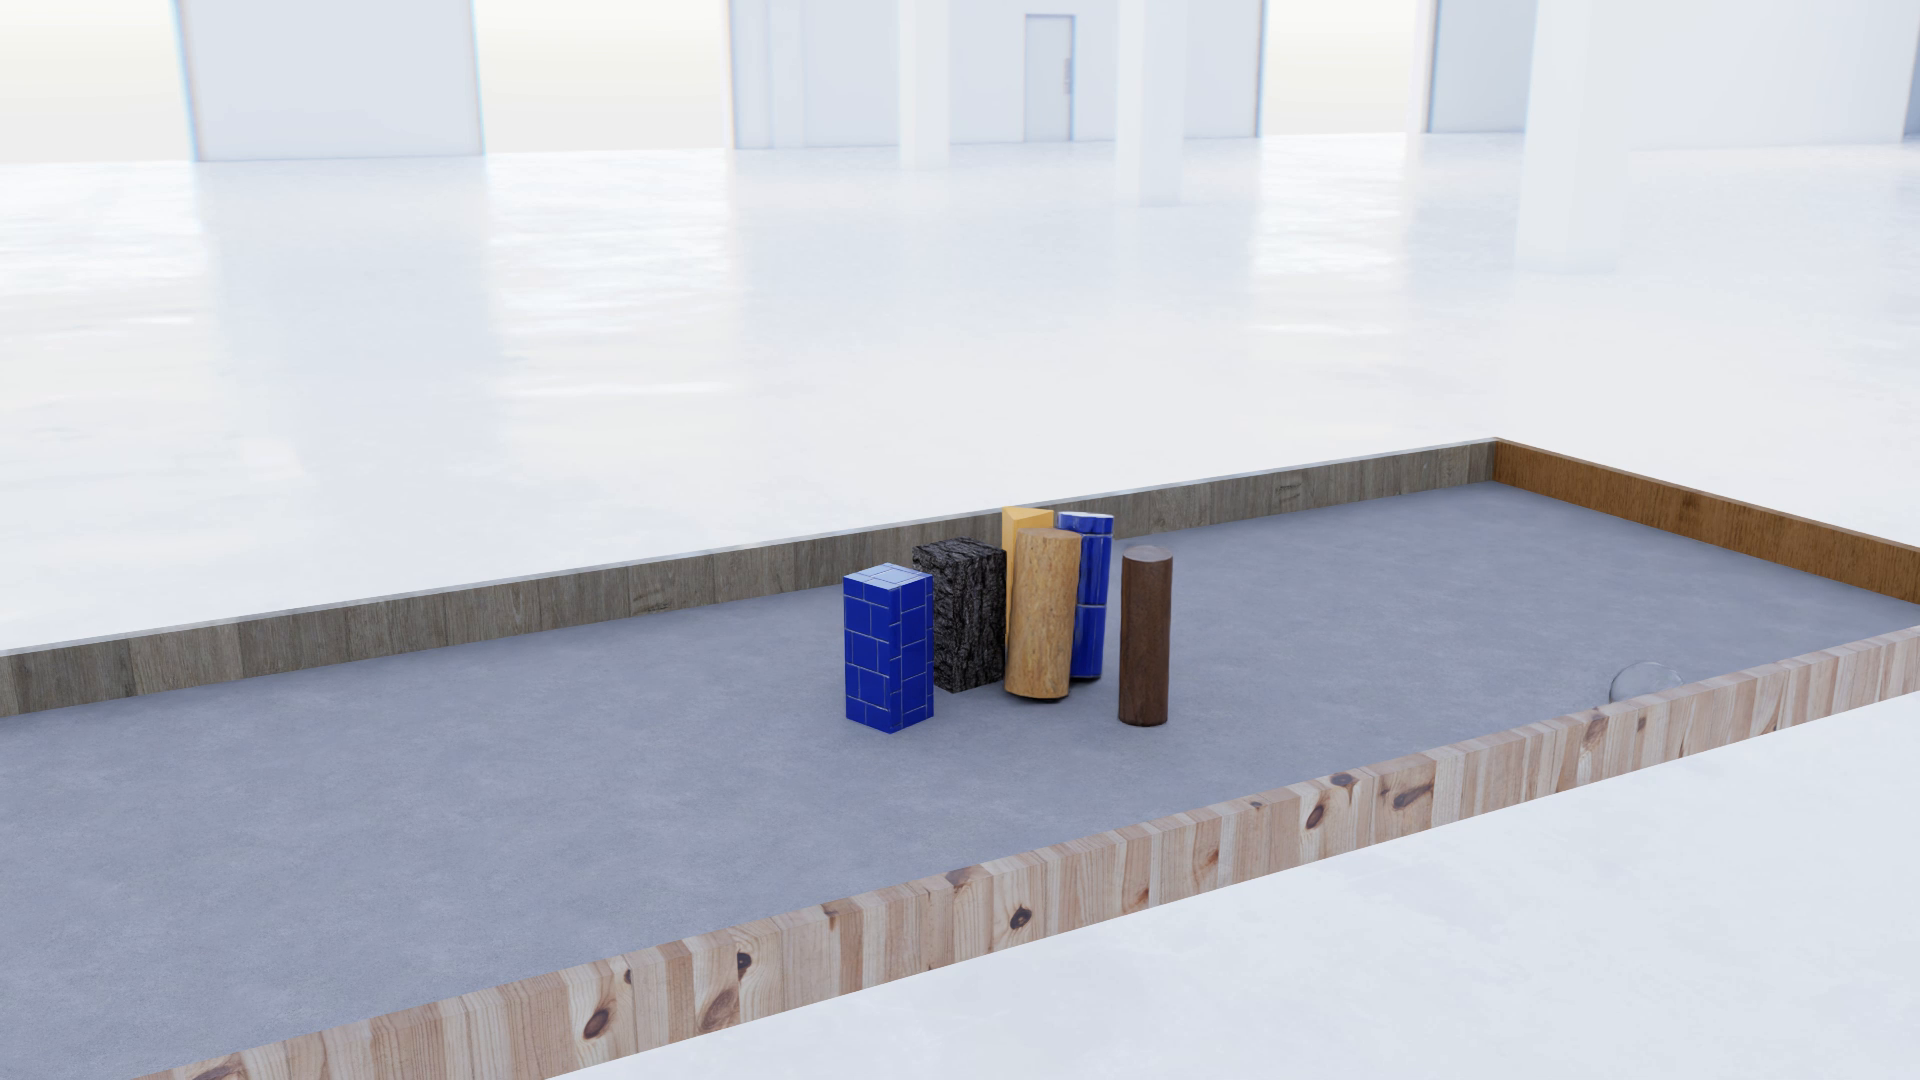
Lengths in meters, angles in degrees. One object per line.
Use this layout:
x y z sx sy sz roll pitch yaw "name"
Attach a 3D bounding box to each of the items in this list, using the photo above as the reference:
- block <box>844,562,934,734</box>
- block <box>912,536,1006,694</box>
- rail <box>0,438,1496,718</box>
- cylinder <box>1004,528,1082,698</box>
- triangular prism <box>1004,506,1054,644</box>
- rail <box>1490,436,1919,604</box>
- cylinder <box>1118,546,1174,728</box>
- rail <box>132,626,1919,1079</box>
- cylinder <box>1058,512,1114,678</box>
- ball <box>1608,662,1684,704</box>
-0.167 0.252 3.872 0.147 0.352 0.147 14 22 40 "block"
-0.001 0.184 4.128 0.167 0.338 0.167 -12 20 -35 "block"
-3.305 0.497 3.399 12.000 0.150 0.050 -9 18 -27 "rail"
0.202 0.176 4.027 0.159 0.391 0.159 4 9 -1 "cylinder"
0.154 0.098 4.375 0.138 0.364 0.119 -14 21 -39 "triangular prism"
2.466 -0.048 5.253 0.050 0.150 2.100 -9 18 -27 "rail"
0.433 0.226 3.855 0.117 0.410 0.117 0 18 0 "cylinder"
-2.336 1.006 1.665 12.000 0.150 0.050 -9 18 -27 "rail"
0.302 0.135 4.149 0.140 0.399 0.140 4 5 0 "cylinder"
1.587 0.367 3.803 0.172 0.172 0.172 0 16 0 "ball"
